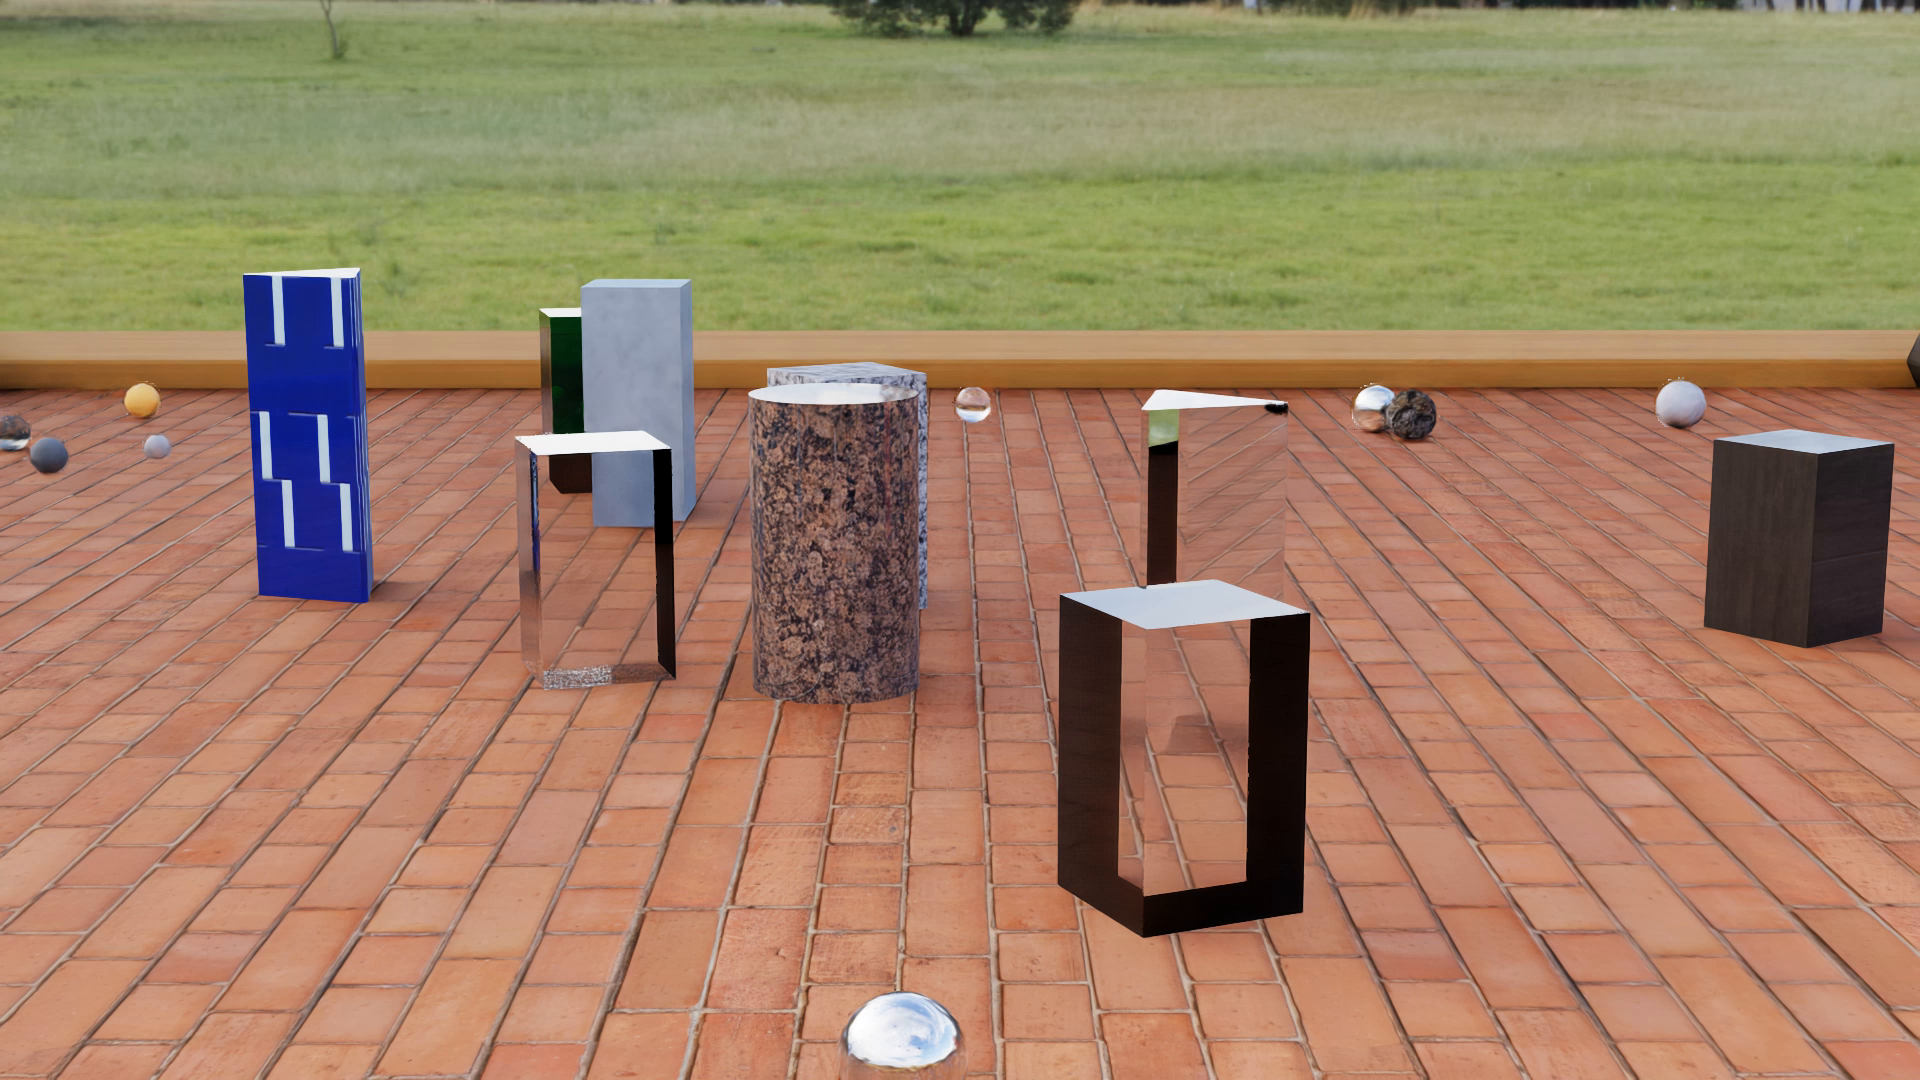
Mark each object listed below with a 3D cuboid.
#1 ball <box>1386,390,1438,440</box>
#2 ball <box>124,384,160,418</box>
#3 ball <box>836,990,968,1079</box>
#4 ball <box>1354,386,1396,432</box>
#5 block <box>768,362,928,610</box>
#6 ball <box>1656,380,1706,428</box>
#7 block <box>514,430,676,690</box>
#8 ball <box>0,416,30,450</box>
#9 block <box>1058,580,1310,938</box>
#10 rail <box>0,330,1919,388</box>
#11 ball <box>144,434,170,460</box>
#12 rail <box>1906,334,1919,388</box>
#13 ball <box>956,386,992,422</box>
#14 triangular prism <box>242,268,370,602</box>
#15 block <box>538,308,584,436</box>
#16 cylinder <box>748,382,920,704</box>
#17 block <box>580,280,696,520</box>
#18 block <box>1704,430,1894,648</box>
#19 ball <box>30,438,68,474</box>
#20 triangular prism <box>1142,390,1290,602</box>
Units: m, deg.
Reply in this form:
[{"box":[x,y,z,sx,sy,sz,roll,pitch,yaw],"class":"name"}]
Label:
[{"box":[0.888,-0.245,5.041,0.099,0.099,0.099,0,10,0],"class":"ball"},{"box":[-1.710,-0.291,5.368,0.071,0.071,0.071,0,10,0],"class":"ball"},{"box":[-0.040,0.361,1.788,0.092,0.092,0.092,0,10,0],"class":"ball"},{"box":[0.837,-0.262,5.150,0.094,0.094,0.094,0,10,0],"class":"ball"},{"box":[-0.153,-0.070,3.485,0.159,0.321,0.159,-6,12,-30],"class":"block"},{"box":[1.463,-0.275,5.205,0.098,0.098,0.098,0,10,0],"class":"ball"},{"box":[-0.442,0.021,3.104,0.159,0.281,0.159,-4,11,-19],"class":"block"},{"box":[-1.813,-0.204,4.905,0.068,0.068,0.068,0,10,0],"class":"ball"},{"box":[0.193,0.186,2.248,0.159,0.267,0.159,-5,12,-24],"class":"block"},{"box":[-0.014,-0.409,5.838,4.422,0.129,0.045,0,10,0],"class":"rail"},{"box":[-1.502,-0.174,4.801,0.046,0.046,0.046,0,10,0],"class":"ball"},{"box":[2.187,0.031,3.461,0.045,0.129,4.906,0,10,0],"class":"rail"},{"box":[0.027,-0.278,5.289,0.074,0.074,0.074,0,10,0],"class":"ball"},{"box":[-0.872,-0.151,3.578,0.172,0.446,0.149,4,11,19],"class":"triangular prism"},{"box":[-0.651,-0.254,4.539,0.159,0.300,0.159,-3,11,-16],"class":"block"},{"box":[-0.147,0.000,3.028,0.199,0.349,0.199,0,10,0],"class":"cylinder"},{"box":[-0.524,-0.231,4.202,0.159,0.378,0.159,0,10,1],"class":"block"},{"box":[1.089,-0.005,3.332,0.159,0.249,0.159,-7,13,-35],"class":"block"},{"box":[-1.645,-0.152,4.631,0.066,0.066,0.066,0,10,0],"class":"ball"},{"box":[0.252,0.022,2.865,0.172,0.365,0.149,-4,11,-20],"class":"triangular prism"}]
